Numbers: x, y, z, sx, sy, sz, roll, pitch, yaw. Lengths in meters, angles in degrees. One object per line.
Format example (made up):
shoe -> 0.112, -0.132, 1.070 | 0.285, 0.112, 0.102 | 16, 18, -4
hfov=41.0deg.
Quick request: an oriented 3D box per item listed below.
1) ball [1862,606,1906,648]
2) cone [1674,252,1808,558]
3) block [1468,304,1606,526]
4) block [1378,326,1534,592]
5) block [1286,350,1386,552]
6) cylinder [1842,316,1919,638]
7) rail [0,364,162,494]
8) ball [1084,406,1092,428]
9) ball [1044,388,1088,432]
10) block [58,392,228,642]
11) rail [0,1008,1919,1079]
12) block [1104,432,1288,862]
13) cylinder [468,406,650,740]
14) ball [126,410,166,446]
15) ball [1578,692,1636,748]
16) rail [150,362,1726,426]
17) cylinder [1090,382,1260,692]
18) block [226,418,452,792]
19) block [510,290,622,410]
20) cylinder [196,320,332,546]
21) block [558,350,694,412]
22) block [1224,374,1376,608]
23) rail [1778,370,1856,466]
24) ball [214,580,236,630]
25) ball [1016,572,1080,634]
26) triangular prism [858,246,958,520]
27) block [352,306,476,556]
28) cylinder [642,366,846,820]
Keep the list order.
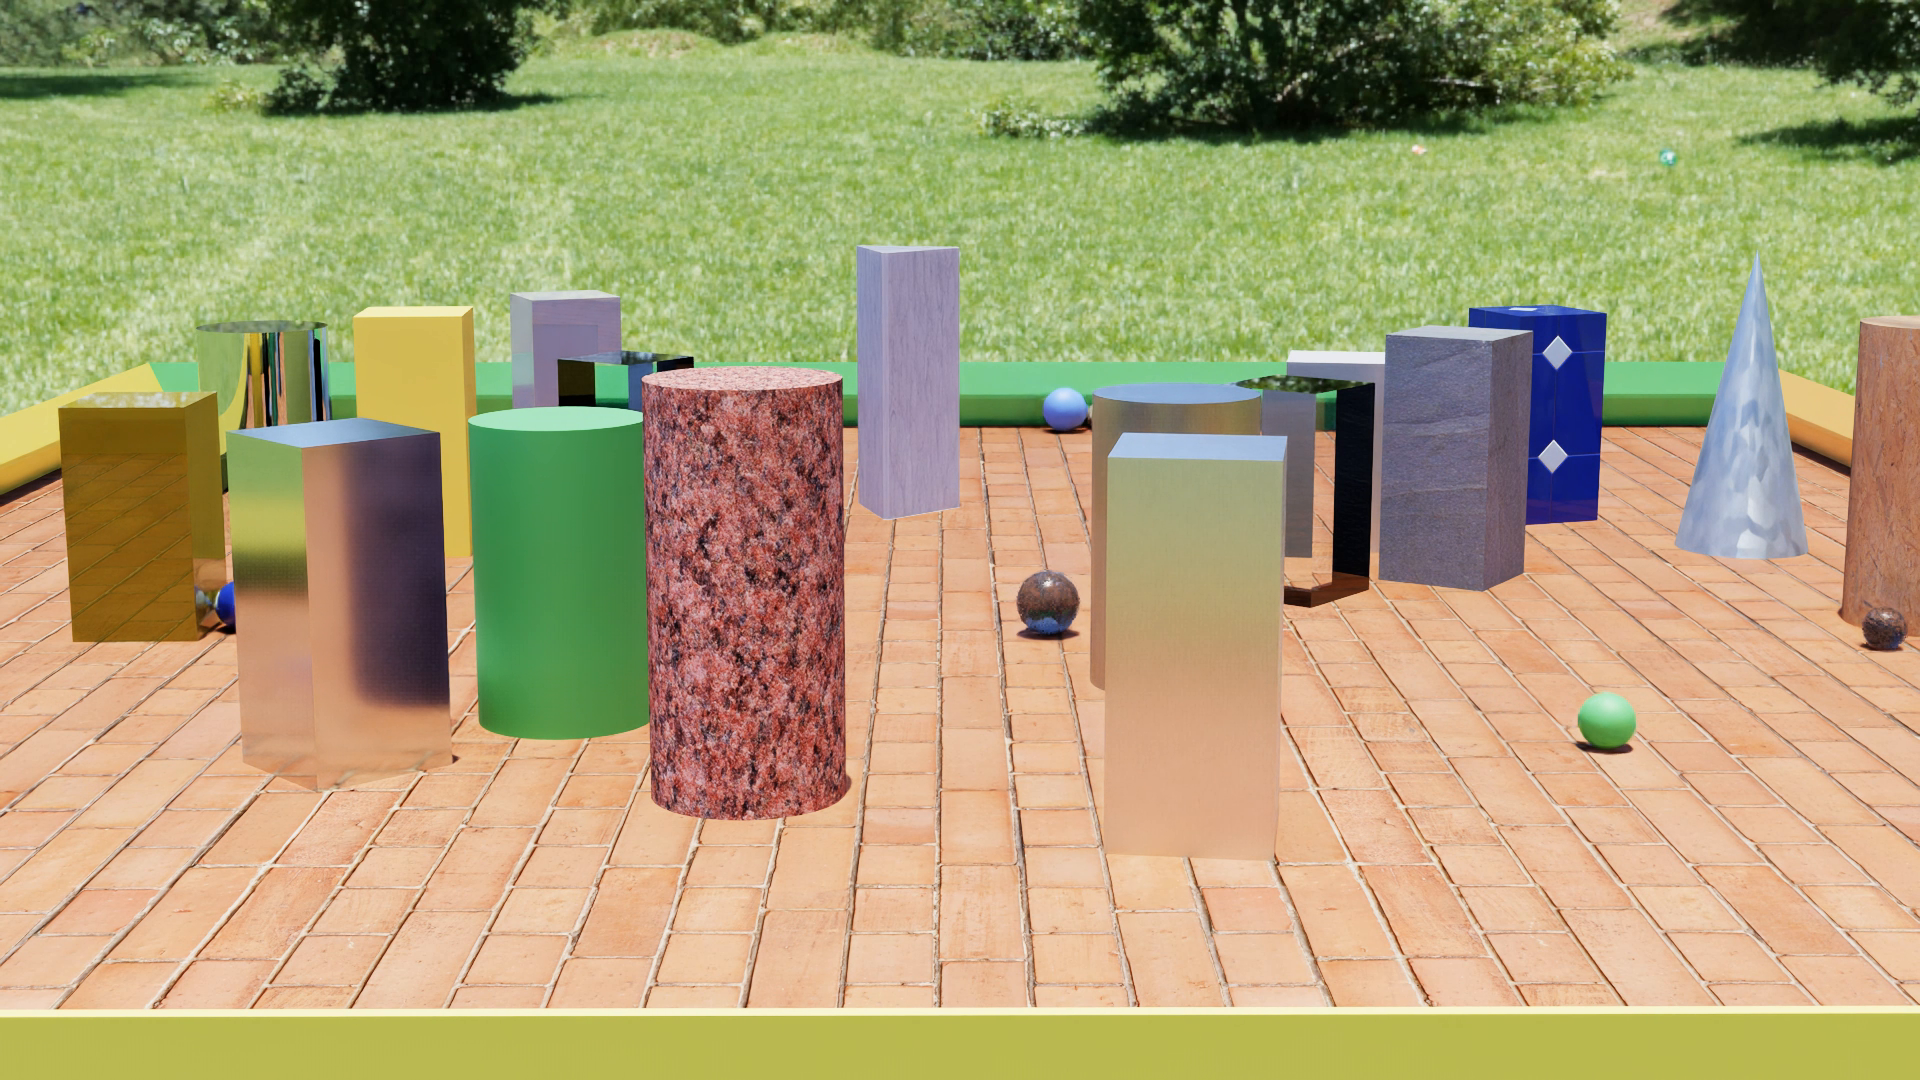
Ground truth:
ball -> 1.167, 0.111, 3.241 | 0.053, 0.053, 0.053 | 0, 10, 0
cone -> 1.196, -0.214, 3.888 | 0.198, 0.457, 0.198 | 0, 10, 0
block -> 0.932, -0.206, 4.173 | 0.158, 0.336, 0.158 | -4, 11, -19
block -> 0.709, -0.121, 3.670 | 0.158, 0.352, 0.158 | 7, 12, 32
block -> 0.582, -0.138, 3.941 | 0.158, 0.287, 0.158 | 2, 11, 9
cylinder -> 1.272, -0.087, 3.363 | 0.198, 0.397, 0.198 | 0, 10, 0
rail -> -1.619, 0.035, 3.440 | 0.045, 0.128, 3.646 | 0, 10, 0
ball -> 0.277, -0.250, 5.188 | 0.053, 0.053, 0.053 | 0, 10, 0
ball -> 0.211, -0.262, 5.155 | 0.089, 0.089, 0.089 | 0, 10, 0
block -> -1.057, -0.033, 3.332 | 0.158, 0.302, 0.158 | 0, 10, -1
rail -> 0.010, 0.361, 1.679 | 3.285, 0.128, 0.045 | 0, 10, 0
block -> 0.224, 0.097, 2.431 | 0.158, 0.375, 0.158 | 2, 11, 8
cylinder -> -0.444, 0.033, 2.871 | 0.198, 0.341, 0.198 | 0, 10, 0
ball -> -1.573, -0.216, 4.957 | 0.071, 0.071, 0.071 | 0, 10, 0
ball -> 0.697, 0.195, 2.766 | 0.061, 0.061, 0.061 | 0, 10, 0
rail -> -0.010, -0.295, 5.218 | 3.285, 0.128, 0.045 | 0, 10, 0
cylinder -> 0.254, -0.002, 3.043 | 0.198, 0.347, 0.198 | 0, 10, 0
block -> -0.647, 0.062, 2.678 | 0.158, 0.354, 0.158 | -10, 14, -42
block -> -0.698, -0.271, 4.553 | 0.158, 0.327, 0.158 | -5, 11, -23
cylinder -> -1.079, -0.169, 3.999 | 0.198, 0.328, 0.198 | 0, 10, 0
block -> -0.552, -0.178, 4.259 | 0.158, 0.250, 0.158 | 8, 13, 35
block -> 0.464, -0.071, 3.568 | 0.158, 0.293, 0.158 | 8, 13, 38
rail -> 1.619, 0.031, 3.458 | 0.045, 0.128, 3.646 | 0, 10, 0
ball -> -0.939, 0.085, 3.349 | 0.065, 0.065, 0.065 | 0, 10, 0
ball -> 0.114, 0.082, 3.319 | 0.082, 0.082, 0.082 | 0, 10, 0
triangular prism -> -0.114, -0.266, 4.234 | 0.148, 0.432, 0.171 | 10, 14, 43
block -> -0.820, -0.166, 3.889 | 0.158, 0.361, 0.158 | -1, 11, -4
cylinder -> -0.214, 0.048, 2.564 | 0.198, 0.423, 0.198 | 0, 10, 0
